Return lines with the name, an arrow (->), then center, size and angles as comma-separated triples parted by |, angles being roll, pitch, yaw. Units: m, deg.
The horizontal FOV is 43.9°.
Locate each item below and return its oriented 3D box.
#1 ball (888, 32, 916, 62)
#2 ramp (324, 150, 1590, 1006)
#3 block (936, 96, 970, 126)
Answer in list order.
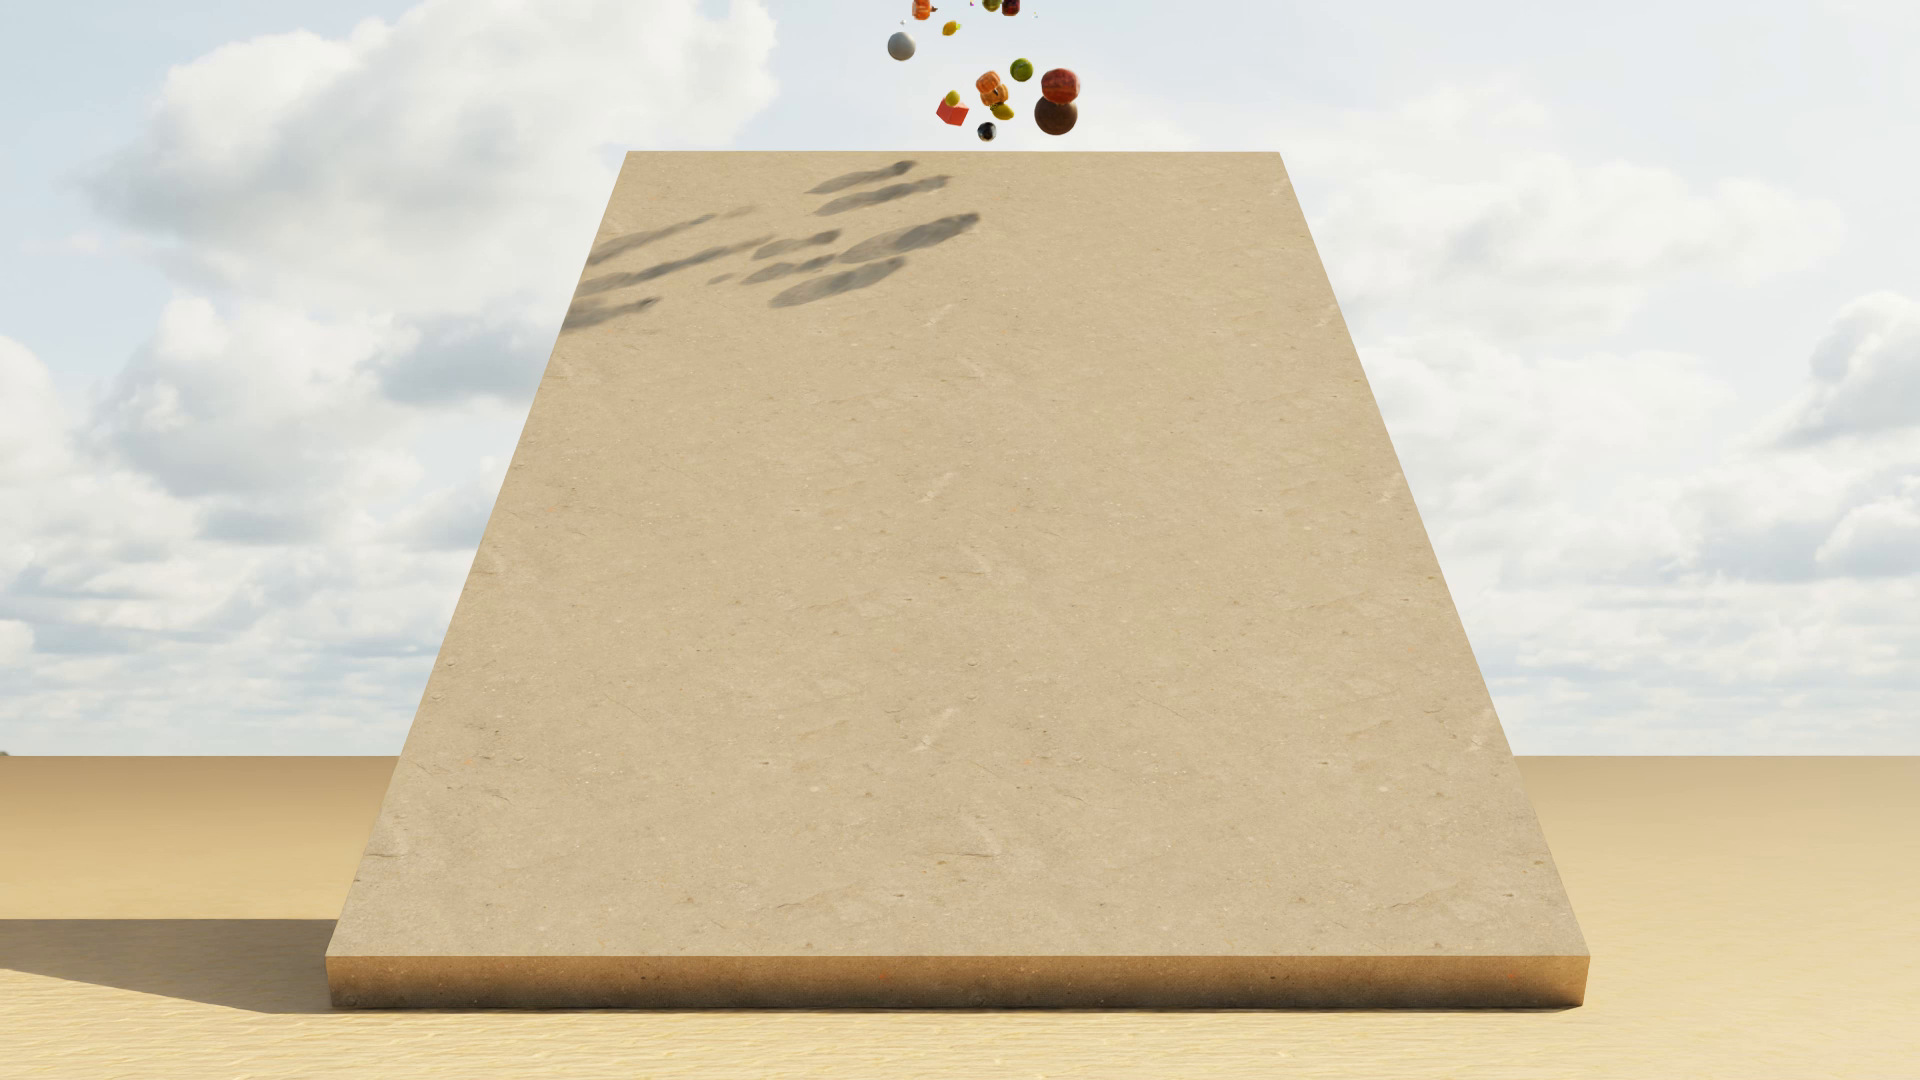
ball -> -0.170, -1.442, 6.951 | 0.085, 0.085, 0.085 | 0, -5, 0
ramp -> -0.011, -0.224, 5.555 | 2.000, 0.100, 4.000 | 0, 28, 0
block -> -0.023, -1.313, 7.287 | 0.062, 0.062, 0.062 | -1, 38, -44
